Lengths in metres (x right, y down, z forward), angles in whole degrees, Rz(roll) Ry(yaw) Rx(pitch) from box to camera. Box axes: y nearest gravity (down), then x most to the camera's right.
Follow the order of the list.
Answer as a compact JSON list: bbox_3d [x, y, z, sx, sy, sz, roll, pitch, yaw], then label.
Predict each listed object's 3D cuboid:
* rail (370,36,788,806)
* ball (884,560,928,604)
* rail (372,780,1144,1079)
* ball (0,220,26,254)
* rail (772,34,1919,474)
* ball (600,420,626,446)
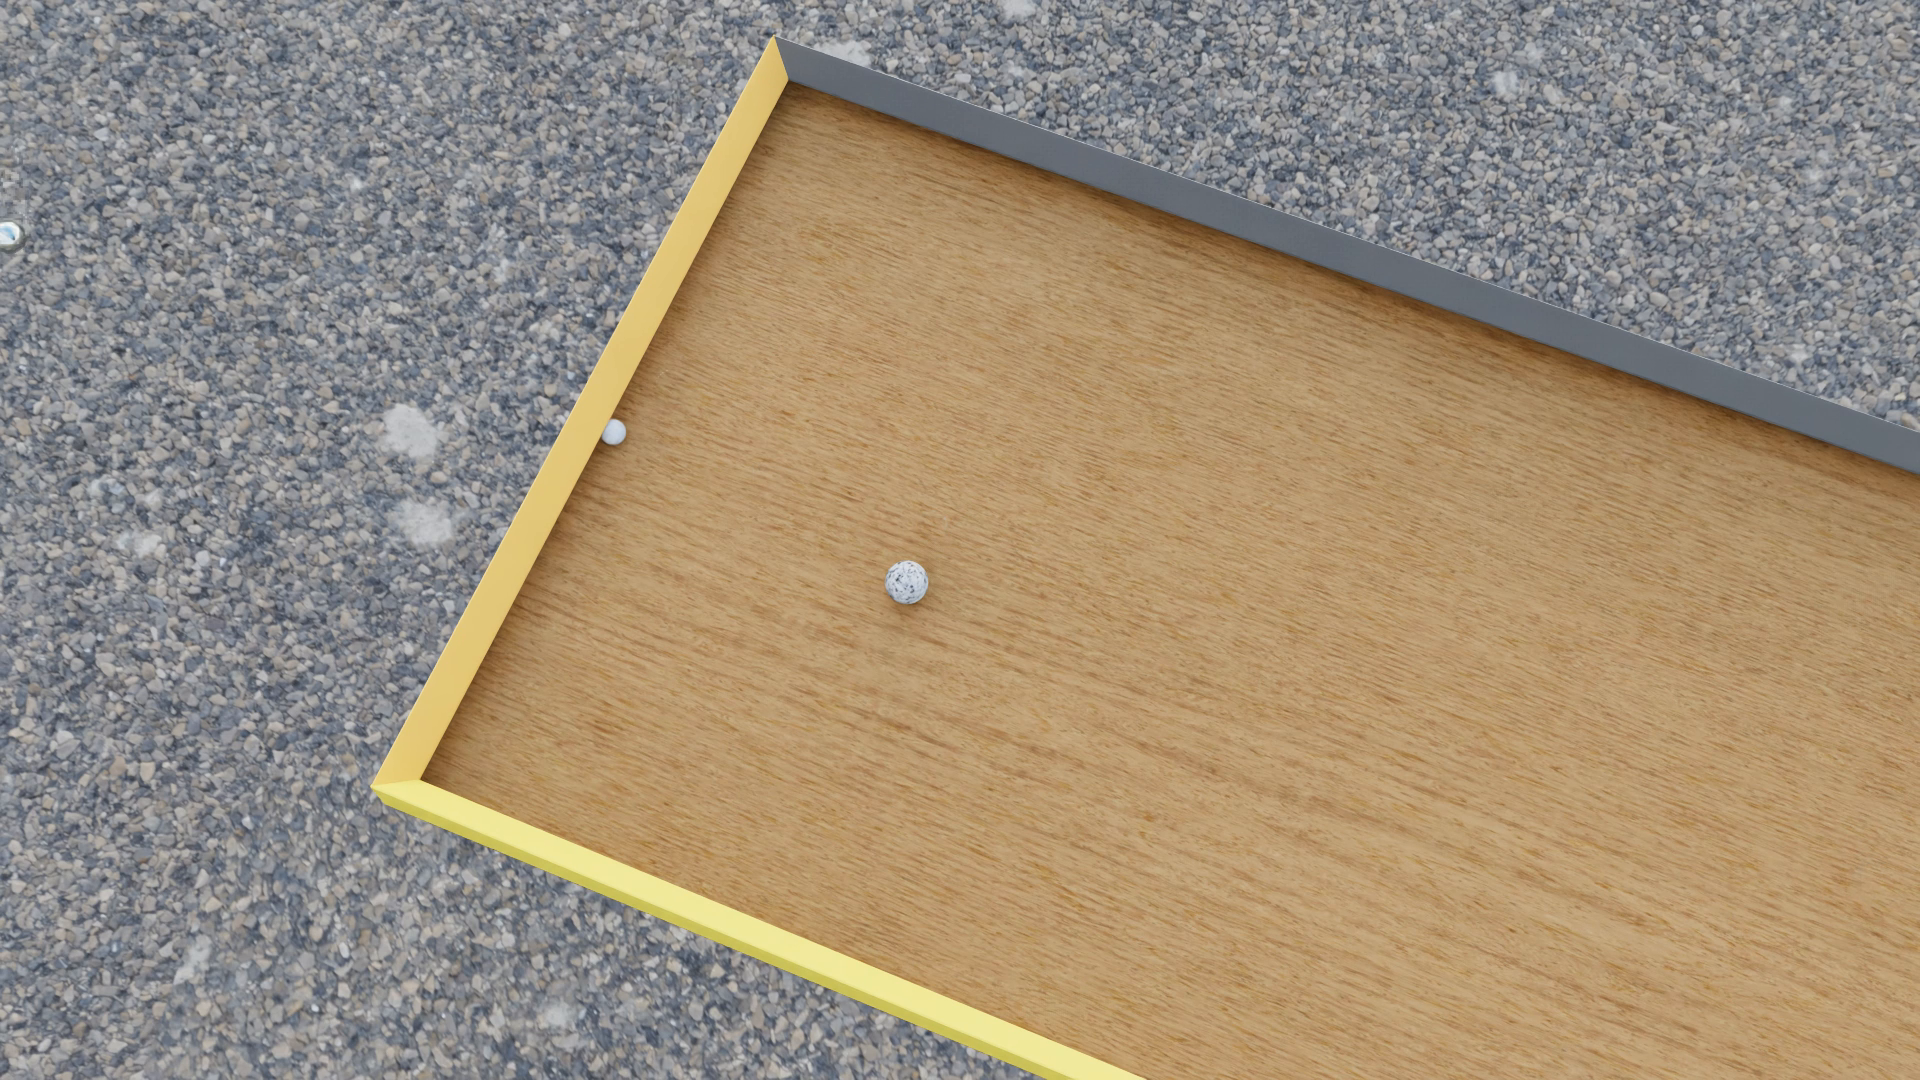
[{"bbox_3d":[-0.582,-0.228,3.597,0.045,0.094,1.467,21,69,9],"label":"rail"},{"bbox_3d":[-0.085,0.067,3.486,0.069,0.069,0.069,0,67,0],"label":"ball"},{"bbox_3d":[0.334,0.825,3.149,2.613,0.094,0.045,21,69,9],"label":"rail"},{"bbox_3d":[-2.052,-0.653,4.743,0.072,0.072,0.072,0,67,0],"label":"ball"},{"bbox_3d":[0.874,-0.383,3.663,2.613,0.094,0.045,21,69,9],"label":"rail"},{"bbox_3d":[-0.569,-0.177,3.604,0.043,0.043,0.043,0,67,0],"label":"ball"}]
